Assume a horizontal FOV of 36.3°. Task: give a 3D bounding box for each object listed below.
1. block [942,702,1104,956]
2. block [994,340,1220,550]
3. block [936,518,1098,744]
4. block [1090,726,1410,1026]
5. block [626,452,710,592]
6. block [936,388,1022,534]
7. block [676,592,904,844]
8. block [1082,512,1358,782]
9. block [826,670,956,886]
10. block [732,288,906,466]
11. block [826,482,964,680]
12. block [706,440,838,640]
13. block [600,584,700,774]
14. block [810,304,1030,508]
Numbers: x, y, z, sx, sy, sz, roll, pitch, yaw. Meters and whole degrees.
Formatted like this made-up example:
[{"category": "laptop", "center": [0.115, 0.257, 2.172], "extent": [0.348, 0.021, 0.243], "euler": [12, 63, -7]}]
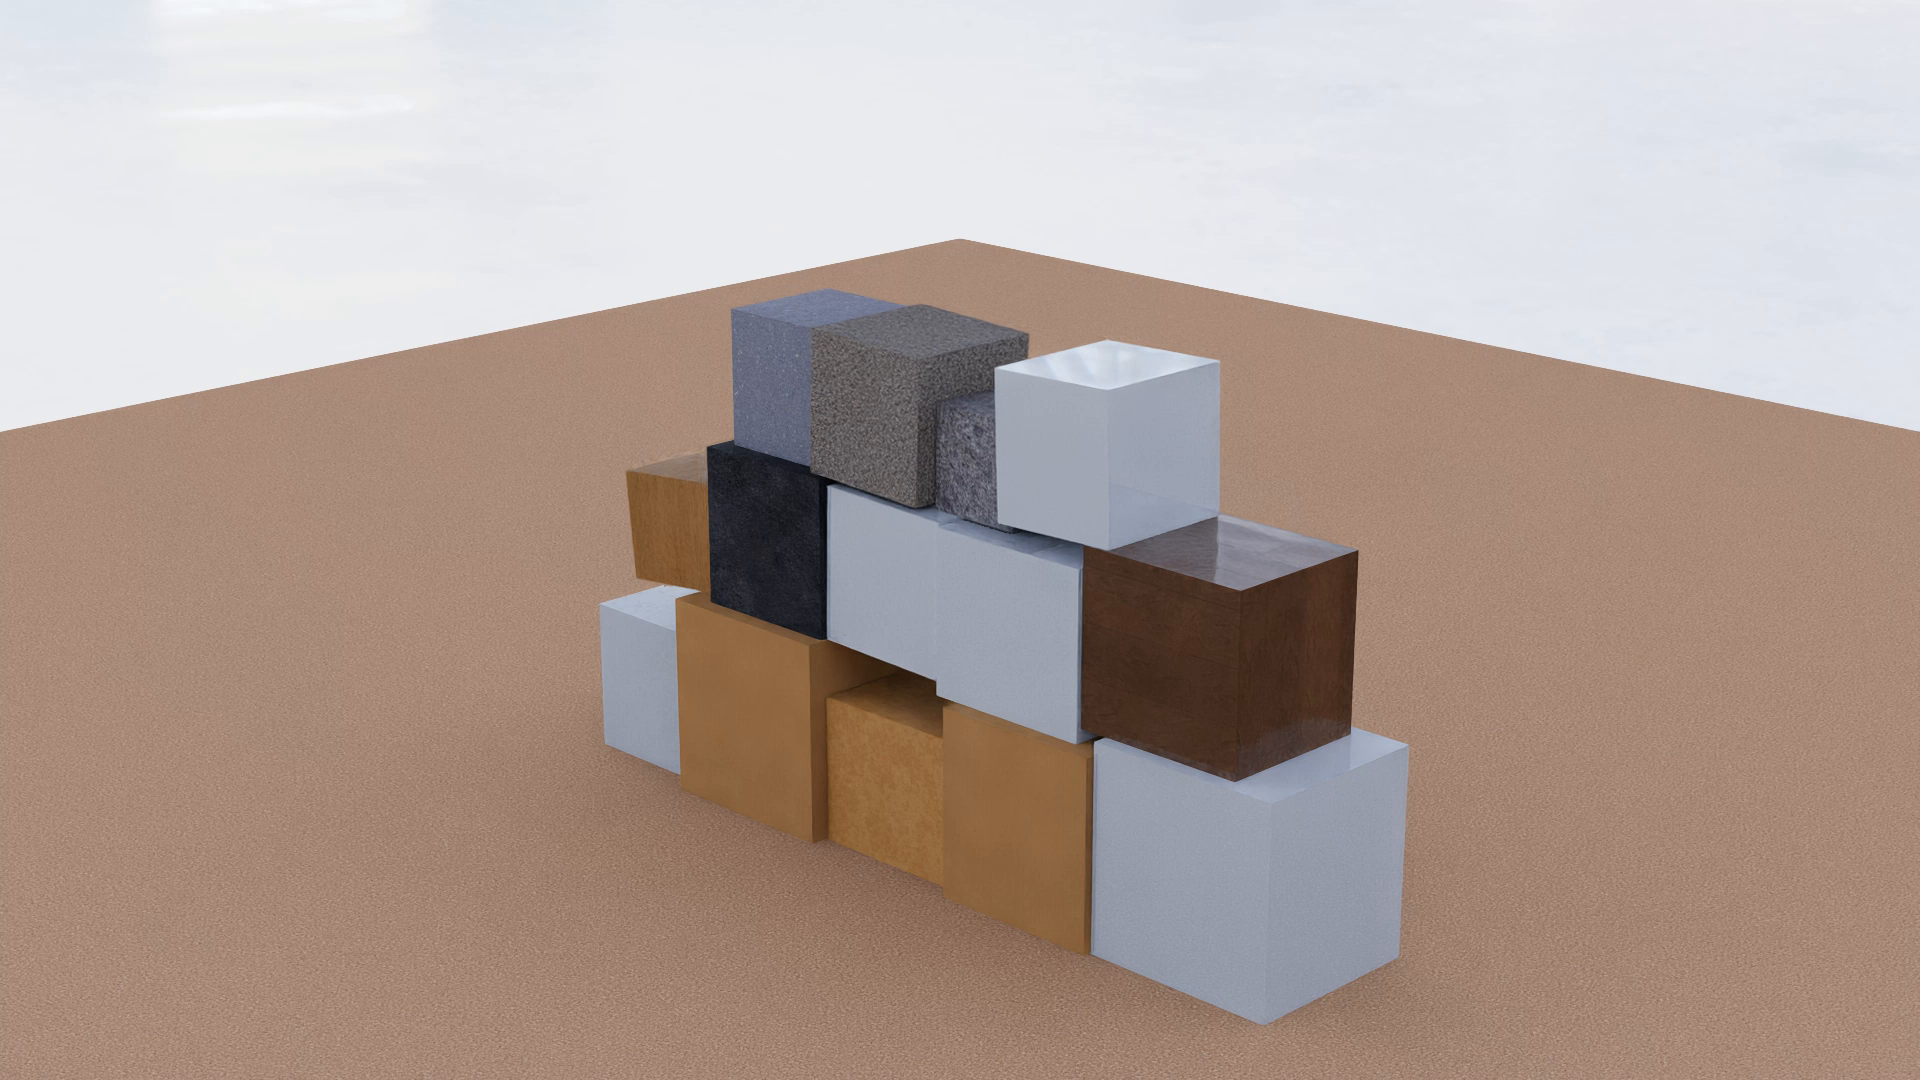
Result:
[{"category": "block", "center": [0.563, 1.166, 13.113], "extent": [0.945, 0.912, 0.860], "euler": [-17, 24, -42]}, {"category": "block", "center": [0.634, -0.418, 12.543], "extent": [0.647, 0.684, 0.709], "euler": [14, 22, 43]}, {"category": "block", "center": [0.480, 0.324, 12.961], "extent": [0.804, 0.787, 0.849], "euler": [-17, 24, -42]}, {"category": "block", "center": [1.228, 1.324, 12.496], "extent": [0.913, 0.981, 0.960], "euler": [-17, 24, -42]}, {"category": "block", "center": [-1.178, -0.105, 14.523], "extent": [0.634, 0.550, 0.648], "euler": [-17, 18, -42]}, {"category": "block", "center": [0.225, -0.364, 12.974], "extent": [0.459, 0.489, 0.476], "euler": [-17, 25, -42]}, {"category": "block", "center": [-0.679, 0.750, 14.308], "extent": [1.005, 0.989, 0.961], "euler": [-17, 24, -42]}, {"category": "block", "center": [1.088, 0.423, 12.357], "extent": [0.765, 0.821, 0.852], "euler": [-17, 24, -42]}, {"category": "block", "center": [-0.055, 1.078, 13.715], "extent": [0.763, 0.719, 0.842], "euler": [-17, 24, -42]}, {"category": "block", "center": [-0.639, -0.768, 13.799], "extent": [0.617, 0.659, 0.599], "euler": [-17, 24, -42]}, {"category": "block", "center": [-0.097, 0.115, 13.471], "extent": [0.727, 0.744, 0.726], "euler": [-17, 26, -42]}, {"category": "block", "center": [-0.633, -0.075, 13.988], "extent": [0.812, 0.776, 0.785], "euler": [-17, 24, -42]}, {"category": "block", "center": [-1.306, 0.684, 14.904], "extent": [0.720, 0.758, 0.736], "euler": [-17, 24, -42]}, {"category": "block", "center": [-0.187, -0.622, 13.328], "extent": [0.693, 0.682, 0.694], "euler": [-17, 26, -42]}]
